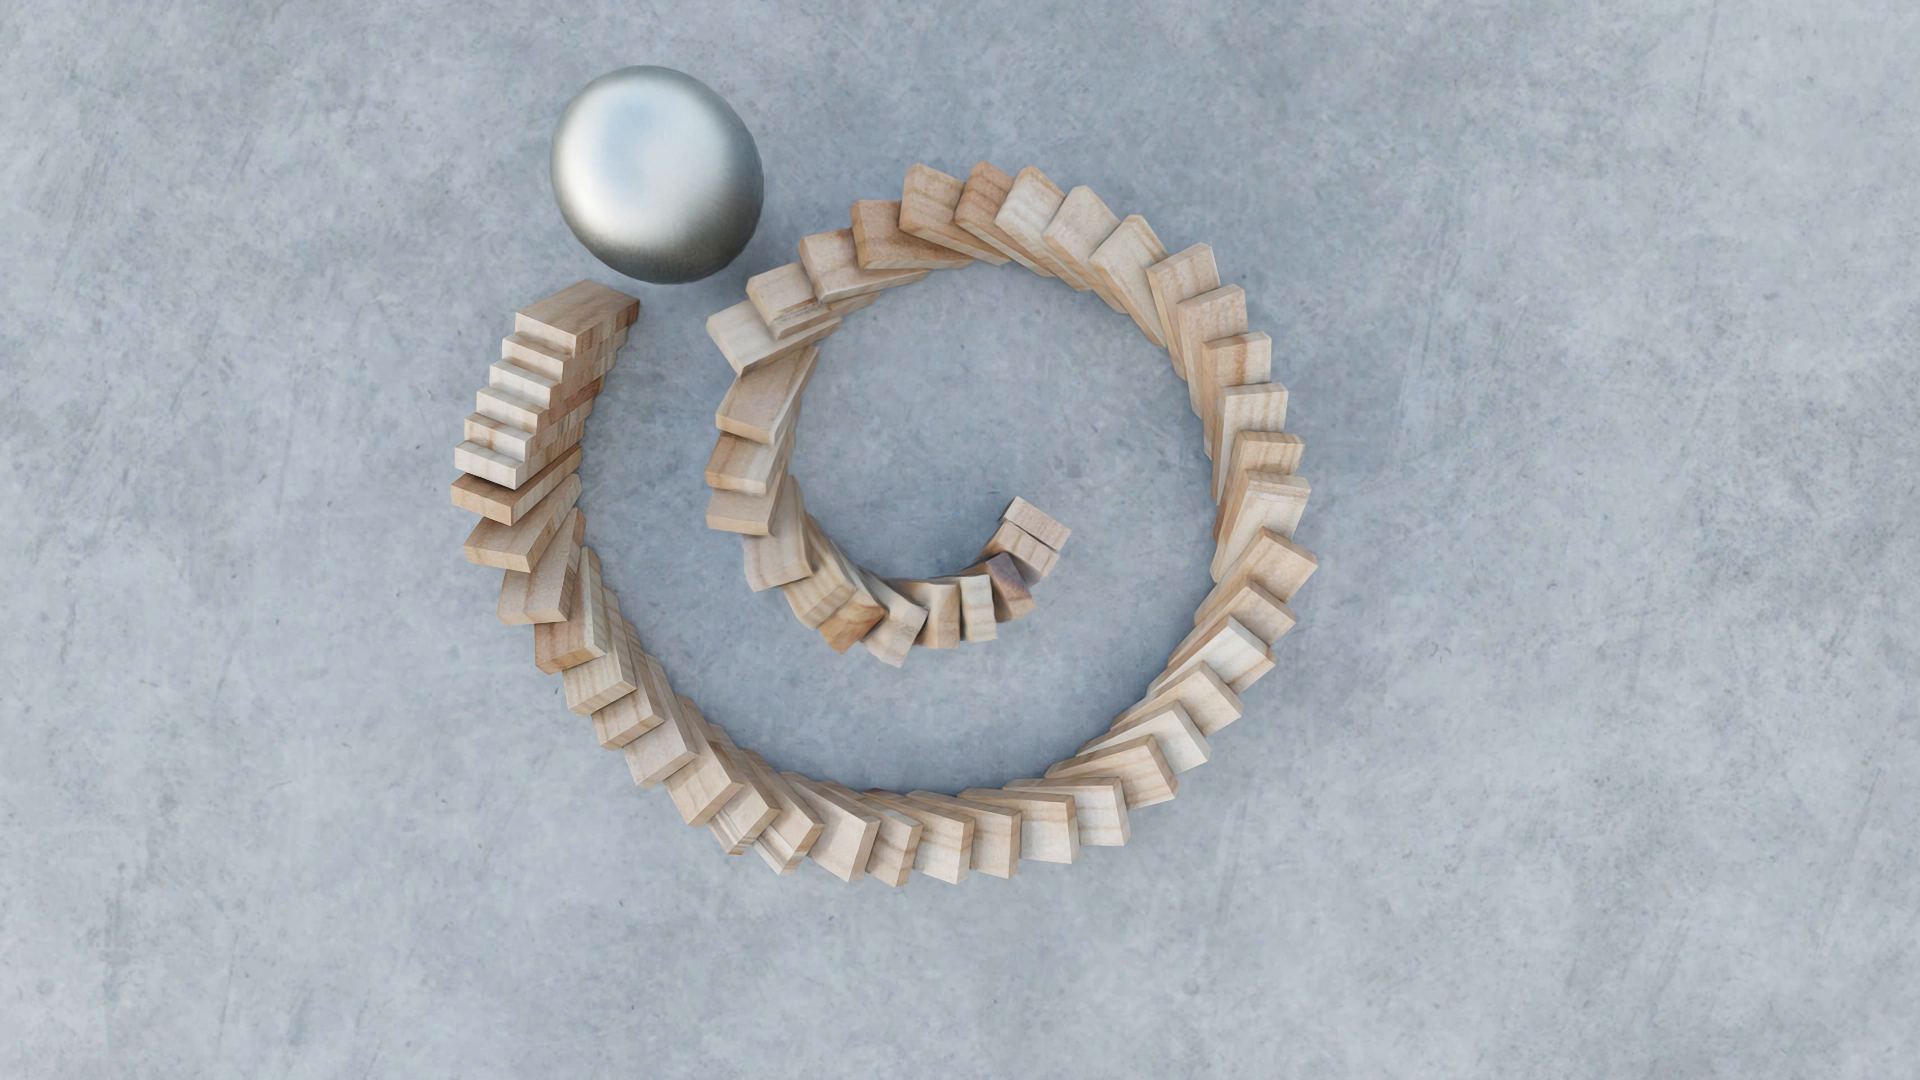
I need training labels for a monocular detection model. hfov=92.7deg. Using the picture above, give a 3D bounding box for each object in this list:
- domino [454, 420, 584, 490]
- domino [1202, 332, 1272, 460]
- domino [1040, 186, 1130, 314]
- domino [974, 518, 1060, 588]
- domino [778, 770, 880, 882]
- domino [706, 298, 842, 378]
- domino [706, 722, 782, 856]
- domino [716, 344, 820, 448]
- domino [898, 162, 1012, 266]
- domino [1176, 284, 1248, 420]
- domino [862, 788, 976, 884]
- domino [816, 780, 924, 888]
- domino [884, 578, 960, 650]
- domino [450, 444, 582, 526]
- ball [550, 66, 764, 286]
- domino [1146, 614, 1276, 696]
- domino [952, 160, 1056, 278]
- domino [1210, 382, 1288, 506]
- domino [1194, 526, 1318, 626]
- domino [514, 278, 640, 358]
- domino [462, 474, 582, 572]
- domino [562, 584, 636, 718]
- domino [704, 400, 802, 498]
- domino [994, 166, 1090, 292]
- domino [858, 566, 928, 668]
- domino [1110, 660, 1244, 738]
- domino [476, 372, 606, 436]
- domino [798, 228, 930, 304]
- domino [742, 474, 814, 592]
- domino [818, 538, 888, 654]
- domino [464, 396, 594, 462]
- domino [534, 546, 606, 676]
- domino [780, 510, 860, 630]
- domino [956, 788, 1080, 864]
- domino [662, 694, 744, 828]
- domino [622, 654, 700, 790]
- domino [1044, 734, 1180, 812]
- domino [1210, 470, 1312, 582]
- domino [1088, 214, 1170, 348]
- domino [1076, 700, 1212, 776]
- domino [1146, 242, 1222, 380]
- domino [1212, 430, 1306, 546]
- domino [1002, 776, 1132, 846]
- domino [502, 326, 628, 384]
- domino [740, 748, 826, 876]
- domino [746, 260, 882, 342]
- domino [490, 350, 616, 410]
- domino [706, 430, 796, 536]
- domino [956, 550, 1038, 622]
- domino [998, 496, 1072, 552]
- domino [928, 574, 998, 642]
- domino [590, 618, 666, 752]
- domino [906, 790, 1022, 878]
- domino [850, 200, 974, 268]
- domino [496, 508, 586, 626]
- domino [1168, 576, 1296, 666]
[{"bbox_3d":[-0.180,-0.040,0.376,0.025,0.050,0.010,20,123,0],"label":"domino"},{"bbox_3d":[0.115,-0.060,0.383,0.025,0.010,0.050,-11,121,-1],"label":"domino"},{"bbox_3d":[0.059,-0.121,0.383,0.050,0.010,0.025,35,87,-30],"label":"domino"},{"bbox_3d":[0.022,0.008,0.375,0.025,0.050,0.010,35,76,0],"label":"domino"},{"bbox_3d":[-0.058,0.118,0.382,0.050,0.010,0.025,19,92,32],"label":"domino"},{"bbox_3d":[-0.077,-0.090,0.384,0.050,0.009,0.025,-34,87,-28],"label":"domino"},{"bbox_3d":[-0.099,0.103,0.383,0.025,0.009,0.050,-48,59,1],"label":"domino"},{"bbox_3d":[-0.080,-0.064,0.383,0.025,0.010,0.050,19,58,0],"label":"domino"},{"bbox_3d":[0.000,-0.135,0.382,0.050,0.010,0.025,9,86,-32],"label":"domino"},{"bbox_3d":[0.107,-0.078,0.382,0.025,0.009,0.050,-19,122,-1],"label":"domino"},{"bbox_3d":[-0.019,0.123,0.383,0.050,0.009,0.025,8,91,29],"label":"domino"},{"bbox_3d":[-0.041,0.122,0.384,0.050,0.009,0.025,16,90,30],"label":"domino"},{"bbox_3d":[-0.017,0.029,0.376,0.010,0.050,0.025,2,90,-31],"label":"domino"},{"bbox_3d":[-0.181,-0.027,0.377,0.025,0.050,0.010,20,126,1],"label":"domino"},{"bbox_3d":[-0.118,-0.142,0.360,0.080,0.080,0.080,0,90,0],"label":"ball"},{"bbox_3d":[0.104,0.057,0.382,0.025,0.010,0.050,39,121,-1],"label":"domino"},{"bbox_3d":[0.023,-0.133,0.383,0.050,0.009,0.025,22,90,-31],"label":"domino"},{"bbox_3d":[0.120,-0.040,0.383,0.025,0.009,0.050,-5,121,0],"label":"domino"},{"bbox_3d":[0.123,0.021,0.383,0.025,0.010,0.050,29,119,-2],"label":"domino"},{"bbox_3d":[-0.156,-0.092,0.376,0.025,0.050,0.010,21,123,0],"label":"domino"},{"bbox_3d":[-0.180,-0.010,0.379,0.025,0.050,0.010,10,134,0],"label":"domino"},{"bbox_3d":[-0.153,0.046,0.381,0.025,0.010,0.050,-29,55,2],"label":"domino"},{"bbox_3d":[-0.085,-0.043,0.382,0.025,0.009,0.050,11,56,2],"label":"domino"},{"bbox_3d":[0.040,-0.129,0.382,0.050,0.009,0.025,30,86,-31],"label":"domino"},{"bbox_3d":[-0.034,0.031,0.377,0.009,0.050,0.025,28,91,-34],"label":"domino"},{"bbox_3d":[0.090,0.074,0.383,0.025,0.010,0.050,48,121,0],"label":"domino"},{"bbox_3d":[-0.171,-0.061,0.376,0.025,0.050,0.010,21,123,0],"label":"domino"},{"bbox_3d":[-0.040,-0.118,0.385,0.050,0.009,0.025,-22,90,-27],"label":"domino"},{"bbox_3d":[-0.077,-0.004,0.380,0.025,0.009,0.050,-16,50,0],"label":"domino"},{"bbox_3d":[-0.051,0.022,0.378,0.025,0.050,0.010,-42,132,0],"label":"domino"},{"bbox_3d":[-0.176,-0.051,0.376,0.025,0.050,0.009,21,123,0],"label":"domino"},{"bbox_3d":[-0.163,0.029,0.382,0.025,0.009,0.050,-20,56,0],"label":"domino"},{"bbox_3d":[-0.063,0.011,0.379,0.025,0.010,0.050,-40,46,3],"label":"domino"},{"bbox_3d":[0.024,0.119,0.383,0.050,0.009,0.025,-5,93,29],"label":"domino"},{"bbox_3d":[-0.113,0.091,0.383,0.025,0.009,0.050,-44,59,1],"label":"domino"},{"bbox_3d":[-0.131,0.075,0.384,0.025,0.009,0.050,-34,61,0],"label":"domino"},{"bbox_3d":[0.063,0.101,0.382,0.050,0.009,0.025,-27,94,31],"label":"domino"},{"bbox_3d":[0.124,-0.004,0.382,0.025,0.010,0.050,8,122,-3],"label":"domino"},{"bbox_3d":[0.079,-0.108,0.384,0.025,0.010,0.050,-47,120,0],"label":"domino"},{"bbox_3d":[0.076,0.089,0.383,0.050,0.010,0.025,-35,90,31],"label":"domino"},{"bbox_3d":[0.097,-0.095,0.382,0.025,0.009,0.050,-27,122,-1],"label":"domino"},{"bbox_3d":[0.124,-0.020,0.383,0.025,0.010,0.050,4,122,-1],"label":"domino"},{"bbox_3d":[0.044,0.113,0.383,0.050,0.009,0.025,-10,93,29],"label":"domino"},{"bbox_3d":[-0.161,-0.082,0.376,0.025,0.050,0.009,21,123,0],"label":"domino"},{"bbox_3d":[-0.081,0.113,0.383,0.050,0.009,0.025,35,90,31],"label":"domino"},{"bbox_3d":[-0.061,-0.105,0.384,0.050,0.010,0.025,-30,88,-27],"label":"domino"},{"bbox_3d":[-0.166,-0.072,0.376,0.025,0.050,0.010,21,123,0],"label":"domino"},{"bbox_3d":[-0.086,-0.026,0.382,0.025,0.009,0.050,8,56,0],"label":"domino"},{"bbox_3d":[0.013,0.021,0.375,0.009,0.050,0.025,-29,90,-17],"label":"domino"},{"bbox_3d":[0.029,-0.006,0.375,0.025,0.050,0.009,32,88,0],"label":"domino"},{"bbox_3d":[0.000,0.027,0.375,0.009,0.050,0.025,-7,90,-19],"label":"domino"},{"bbox_3d":[-0.143,0.060,0.383,0.025,0.010,0.050,-31,59,0],"label":"domino"},{"bbox_3d":[0.000,0.122,0.384,0.050,0.010,0.025,3,90,28],"label":"domino"},{"bbox_3d":[-0.020,-0.127,0.383,0.050,0.010,0.025,-10,90,-30],"label":"domino"},{"bbox_3d":[-0.174,0.010,0.382,0.025,0.009,0.050,-5,57,0],"label":"domino"},{"bbox_3d":[0.113,0.042,0.384,0.025,0.010,0.050,37,119,0],"label":"domino"}]
